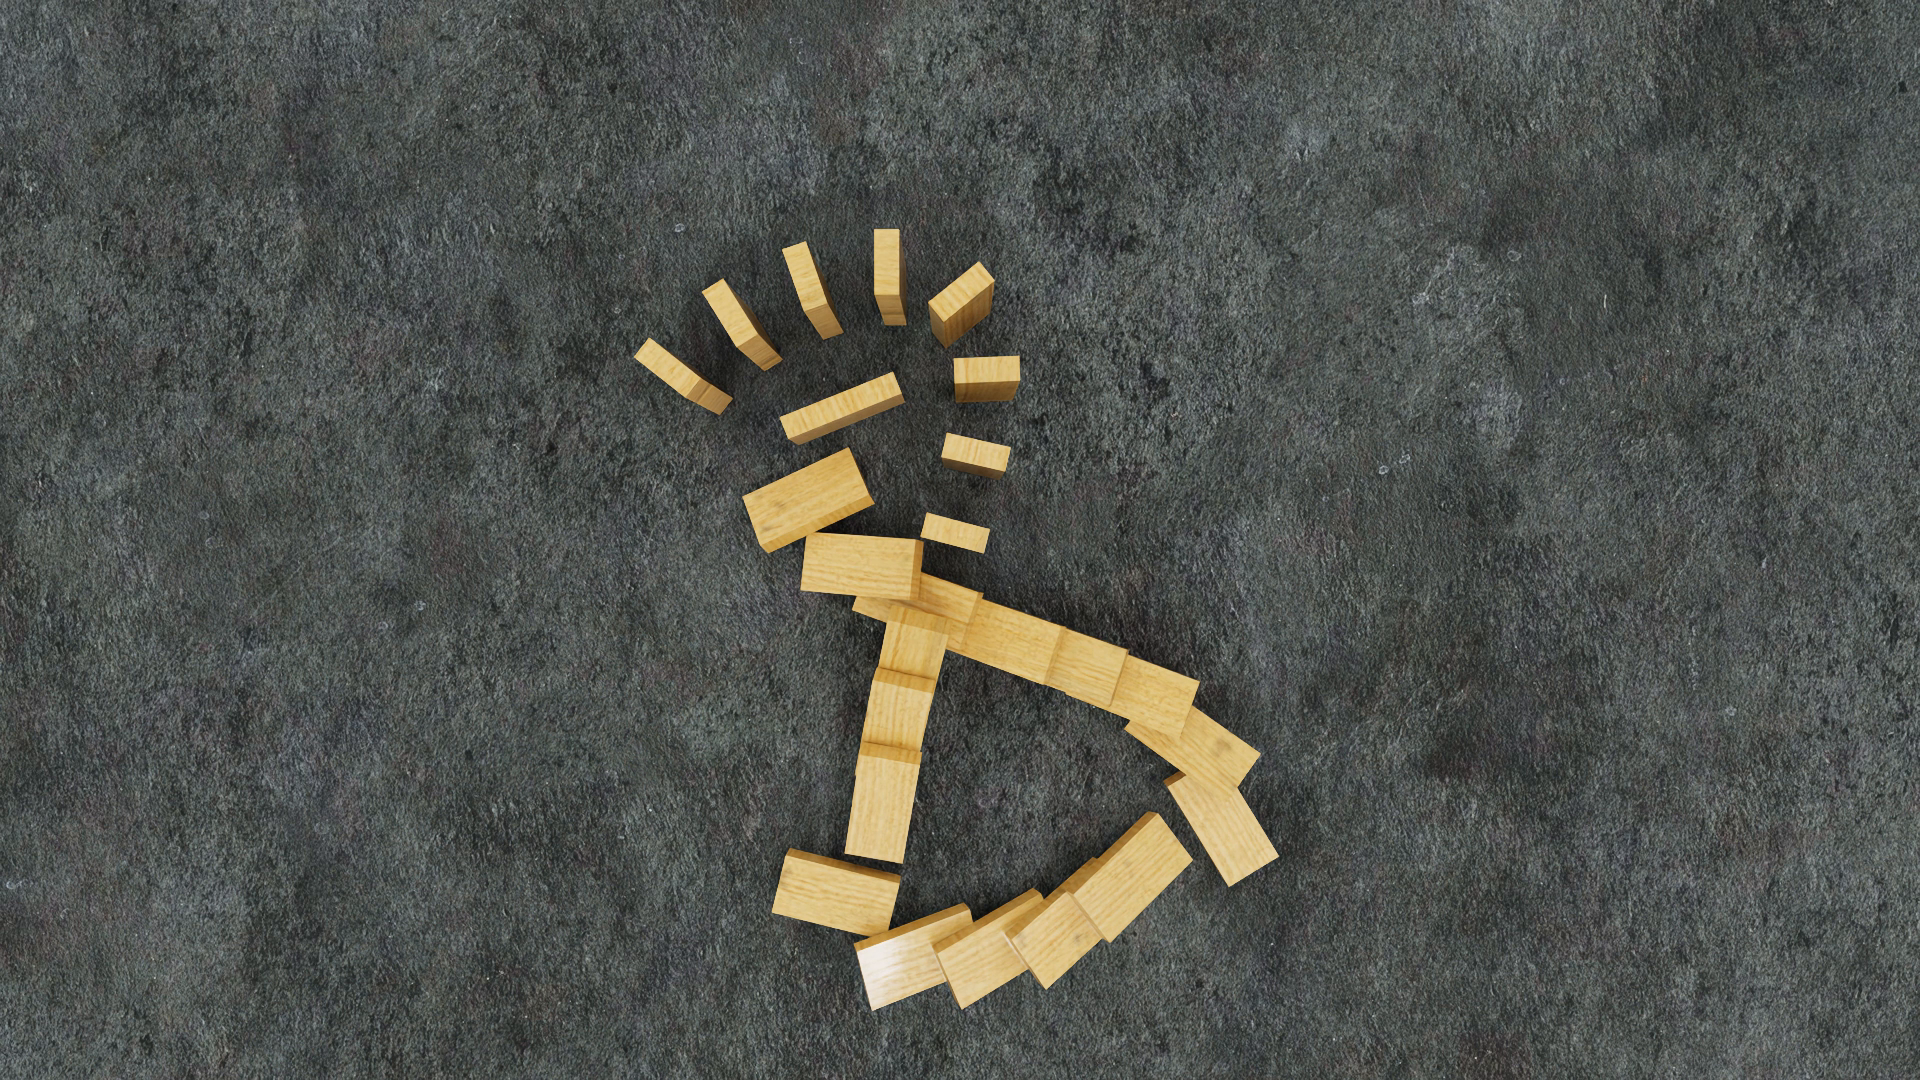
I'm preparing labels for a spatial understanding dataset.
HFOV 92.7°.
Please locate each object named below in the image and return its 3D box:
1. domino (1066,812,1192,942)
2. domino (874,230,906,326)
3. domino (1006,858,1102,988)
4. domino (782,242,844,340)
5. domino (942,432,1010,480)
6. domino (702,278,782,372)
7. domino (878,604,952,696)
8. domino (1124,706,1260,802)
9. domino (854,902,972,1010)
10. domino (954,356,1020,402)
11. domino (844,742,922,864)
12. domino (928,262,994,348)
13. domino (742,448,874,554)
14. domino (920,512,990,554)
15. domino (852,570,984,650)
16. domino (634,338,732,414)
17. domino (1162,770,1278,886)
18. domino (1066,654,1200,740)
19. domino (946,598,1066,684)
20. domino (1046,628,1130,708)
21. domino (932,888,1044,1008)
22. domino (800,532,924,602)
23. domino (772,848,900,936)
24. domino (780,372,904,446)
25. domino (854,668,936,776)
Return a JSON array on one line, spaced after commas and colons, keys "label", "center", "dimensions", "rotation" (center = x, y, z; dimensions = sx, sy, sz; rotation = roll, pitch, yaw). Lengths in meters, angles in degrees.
[{"label": "domino", "center": [0.072, 0.142, 0.388], "dimensions": [0.050, 0.009, 0.025], "rotation": [-37, 91, -18]}, {"label": "domino", "center": [-0.028, -0.106, 0.375], "dimensions": [0.009, 0.050, 0.025], "rotation": [0, 90, 0]}, {"label": "domino", "center": [0.047, 0.161, 0.388], "dimensions": [0.050, 0.009, 0.025], "rotation": [-35, 91, -18]}, {"label": "domino", "center": [-0.059, -0.101, 0.375], "dimensions": [0.009, 0.050, 0.025], "rotation": [-19, 90, 0]}, {"label": "domino", "center": [0.006, -0.034, 0.375], "dimensions": [0.025, 0.050, 0.010], "rotation": [13, 90, 0]}, {"label": "domino", "center": [-0.088, -0.087, 0.375], "dimensions": [0.010, 0.050, 0.025], "rotation": [-32, 90, 0]}, {"label": "domino", "center": [-0.021, 0.051, 0.381], "dimensions": [0.025, 0.009, 0.050], "rotation": [14, 127, 0]}, {"label": "domino", "center": [0.098, 0.085, 0.388], "dimensions": [0.050, 0.009, 0.025], "rotation": [35, 90, 17]}, {"label": "domino", "center": [-0.017, 0.176, 0.389], "dimensions": [0.050, 0.009, 0.025], "rotation": [-15, 90, -16]}, {"label": "domino", "center": [0.010, -0.065, 0.375], "dimensions": [0.025, 0.050, 0.010], "rotation": [-2, 90, 0]}, {"label": "domino", "center": [-0.033, 0.111, 0.387], "dimensions": [0.025, 0.009, 0.050], "rotation": [10, 110, 0]}, {"label": "domino", "center": [0.001, -0.095, 0.375], "dimensions": [0.025, 0.050, 0.009], "rotation": [-39, 90, 0]}, {"label": "domino", "center": [-0.065, -0.017, 0.391], "dimensions": [0.050, 0.010, 0.025], "rotation": [-25, 66, 0]}, {"label": "domino", "center": [-0.002, -0.003, 0.375], "dimensions": [0.025, 0.050, 0.009], "rotation": [15, 90, 0]}, {"label": "domino", "center": [-0.018, 0.026, 0.389], "dimensions": [0.050, 0.010, 0.025], "rotation": [19, 90, 16]}, {"label": "domino", "center": [-0.112, -0.066, 0.375], "dimensions": [0.025, 0.050, 0.009], "rotation": [38, 90, 0]}, {"label": "domino", "center": [0.112, 0.120, 0.395], "dimensions": [0.025, 0.010, 0.050], "rotation": [-31, 90, 0]}, {"label": "domino", "center": [0.073, 0.062, 0.388], "dimensions": [0.050, 0.010, 0.025], "rotation": [20, 89, 18]}, {"label": "domino", "center": [0.017, 0.040, 0.387], "dimensions": [0.050, 0.010, 0.025], "rotation": [18, 90, 20]}, {"label": "domino", "center": [0.043, 0.050, 0.388], "dimensions": [0.050, 0.010, 0.025], "rotation": [18, 90, 18]}, {"label": "domino", "center": [0.016, 0.172, 0.388], "dimensions": [0.050, 0.010, 0.025], "rotation": [-23, 90, -18]}, {"label": "domino", "center": [-0.041, 0.011, 0.386], "dimensions": [0.050, 0.010, 0.025], "rotation": [4, 85, 19]}, {"label": "domino", "center": [-0.053, 0.153, 0.395], "dimensions": [0.050, 0.010, 0.025], "rotation": [14, 90, 0]}, {"label": "domino", "center": [-0.049, -0.055, 0.388], "dimensions": [0.050, 0.025, 0.010], "rotation": [-22, 90, 0]}, {"label": "domino", "center": [-0.027, 0.079, 0.385], "dimensions": [0.025, 0.009, 0.050], "rotation": [13, 116, 0]}]
